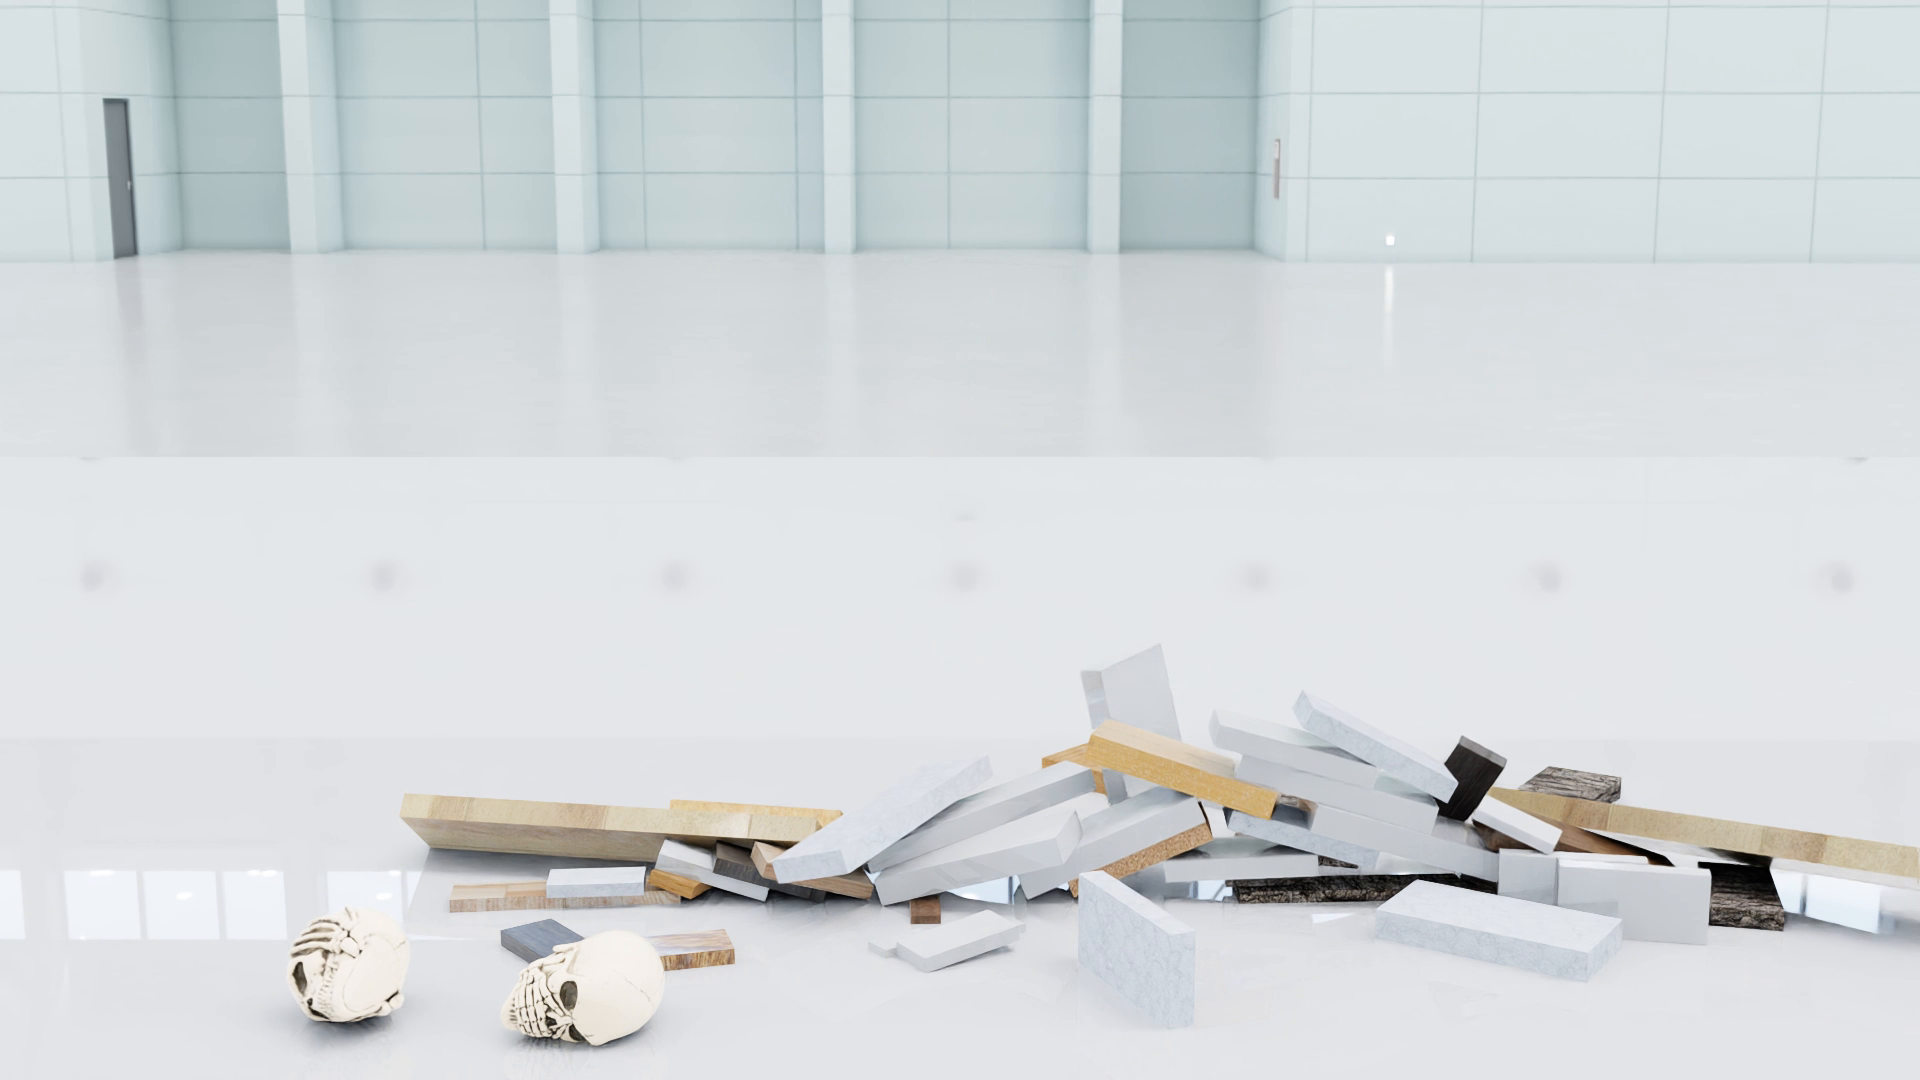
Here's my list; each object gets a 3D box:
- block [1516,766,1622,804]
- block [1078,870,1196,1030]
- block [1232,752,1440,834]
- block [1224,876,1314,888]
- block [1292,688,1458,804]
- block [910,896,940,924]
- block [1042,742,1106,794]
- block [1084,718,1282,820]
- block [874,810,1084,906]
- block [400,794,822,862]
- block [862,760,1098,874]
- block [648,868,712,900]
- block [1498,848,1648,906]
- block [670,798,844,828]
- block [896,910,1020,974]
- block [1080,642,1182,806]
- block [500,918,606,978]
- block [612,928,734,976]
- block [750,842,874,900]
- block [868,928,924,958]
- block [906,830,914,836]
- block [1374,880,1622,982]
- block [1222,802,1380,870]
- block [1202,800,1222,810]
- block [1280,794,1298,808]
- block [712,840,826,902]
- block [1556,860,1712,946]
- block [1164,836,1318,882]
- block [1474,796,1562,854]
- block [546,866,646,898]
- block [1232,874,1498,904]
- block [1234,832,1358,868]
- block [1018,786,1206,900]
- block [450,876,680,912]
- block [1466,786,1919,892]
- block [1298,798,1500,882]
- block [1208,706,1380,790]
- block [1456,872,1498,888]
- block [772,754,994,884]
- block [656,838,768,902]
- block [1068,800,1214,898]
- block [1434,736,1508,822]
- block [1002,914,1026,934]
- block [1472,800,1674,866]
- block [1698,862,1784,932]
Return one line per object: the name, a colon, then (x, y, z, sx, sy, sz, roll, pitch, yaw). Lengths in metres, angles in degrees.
block: (1.124, 0.487, 4.116, 0.142, 0.040, 0.284, 7, 13, 33)
block: (0.257, 0.599, 3.234, 0.040, 0.142, 0.283, -5, 11, -24)
block: (0.622, 0.402, 3.664, 0.329, 0.047, 0.164, 16, 9, 3)
block: (0.514, 0.555, 3.666, 0.145, 0.021, 0.072, -3, 9, 4)
block: (0.683, 0.339, 3.629, 0.268, 0.038, 0.134, 27, 9, -4)
block: (-0.056, 0.601, 3.574, 0.048, 0.014, 0.096, -1, 10, -2)
block: (0.325, 0.456, 4.273, 0.304, 0.043, 0.152, 9, 14, 40)
block: (0.379, 0.382, 3.681, 0.320, 0.045, 0.160, 17, 9, 12)
block: (0.033, 0.524, 3.637, 0.320, 0.045, 0.160, -16, 6, 17)
block: (-0.589, 0.504, 3.781, 0.733, 0.043, 0.152, 2, -28, 11)
block: (0.020, 0.472, 3.764, 0.417, 0.038, 0.134, -19, 6, -15)
block: (-0.452, 0.559, 3.673, 0.078, 0.022, 0.157, 18, 8, 13)
block: (0.979, 0.560, 3.520, 0.228, 0.114, 0.032, 2, 11, 11)
block: (-0.340, 0.501, 3.829, 0.304, 0.043, 0.152, 2, -21, 12)
block: (-0.003, 0.619, 3.398, 0.171, 0.024, 0.085, -14, 16, -31)
block: (0.319, 0.368, 3.884, 0.048, 0.338, 0.169, -4, 11, 46)
block: (-0.628, 0.629, 3.391, 0.088, 0.025, 0.175, -8, 13, -37)
block: (-0.440, 0.632, 3.374, 0.176, 0.025, 0.088, -3, 11, -16)
block: (-0.245, 0.547, 3.639, 0.189, 0.027, 0.094, 15, 8, -20)
block: (-0.089, 0.628, 3.426, 0.096, 0.014, 0.048, -8, 13, -35)
block: (-0.149, 0.501, 3.699, 0.133, 0.019, 0.067, -18, 6, -11)
block: (0.841, 0.608, 3.440, 0.338, 0.048, 0.169, 7, 13, 33)
block: (0.566, 0.480, 3.660, 0.249, 0.035, 0.125, 15, 10, 0)
block: (0.536, 0.484, 4.179, 0.078, 0.022, 0.156, 8, 13, 37)
block: (0.599, 0.503, 4.079, 0.078, 0.022, 0.156, 1, 11, 7)
block: (-0.317, 0.550, 3.654, 0.189, 0.027, 0.095, 17, 8, -10)
block: (1.059, 0.570, 3.463, 0.228, 0.114, 0.032, 2, 12, 12)
block: (0.466, 0.530, 3.668, 0.249, 0.035, 0.125, -3, 9, 4)
block: (0.901, 0.460, 3.555, 0.133, 0.019, 0.067, 25, 23, 17)
block: (-0.599, 0.564, 3.625, 0.157, 0.022, 0.078, -1, 11, -5)
block: (0.673, 0.580, 3.666, 0.430, 0.021, 0.072, -1, 11, -3)
block: (0.589, 0.543, 3.859, 0.225, 0.022, 0.078, 3, 11, 17)
block: (0.247, 0.496, 3.683, 0.320, 0.045, 0.160, -24, 7, 2)
block: (-0.650, 0.584, 3.638, 0.372, 0.022, 0.078, -1, 11, -7)
block: (1.214, 0.496, 3.710, 0.887, 0.048, 0.169, 5, -13, 37)
block: (0.775, 0.494, 3.658, 0.409, 0.047, 0.164, 15, 9, -1)
block: (0.549, 0.342, 3.636, 0.268, 0.038, 0.134, 15, 9, 0)
block: (0.896, 0.561, 3.666, 0.145, 0.021, 0.072, 15, 9, -4)
block: (-0.121, 0.462, 3.685, 0.142, 0.040, 0.474, -14, 7, 33)
block: (-0.408, 0.548, 3.662, 0.189, 0.027, 0.095, 17, 8, -3)
block: (0.299, 0.517, 3.685, 0.249, 0.035, 0.125, -24, 7, 6)
block: (0.832, 0.439, 3.738, 0.086, 0.253, 0.024, 28, 41, 6)
block: (0.051, 0.617, 3.486, 0.096, 0.014, 0.048, -6, 12, -31)
block: (1.027, 0.518, 3.649, 0.328, 0.047, 0.164, 18, 9, 1)
block: (1.281, 0.584, 3.614, 0.114, 0.032, 0.228, 3, 11, 13)
